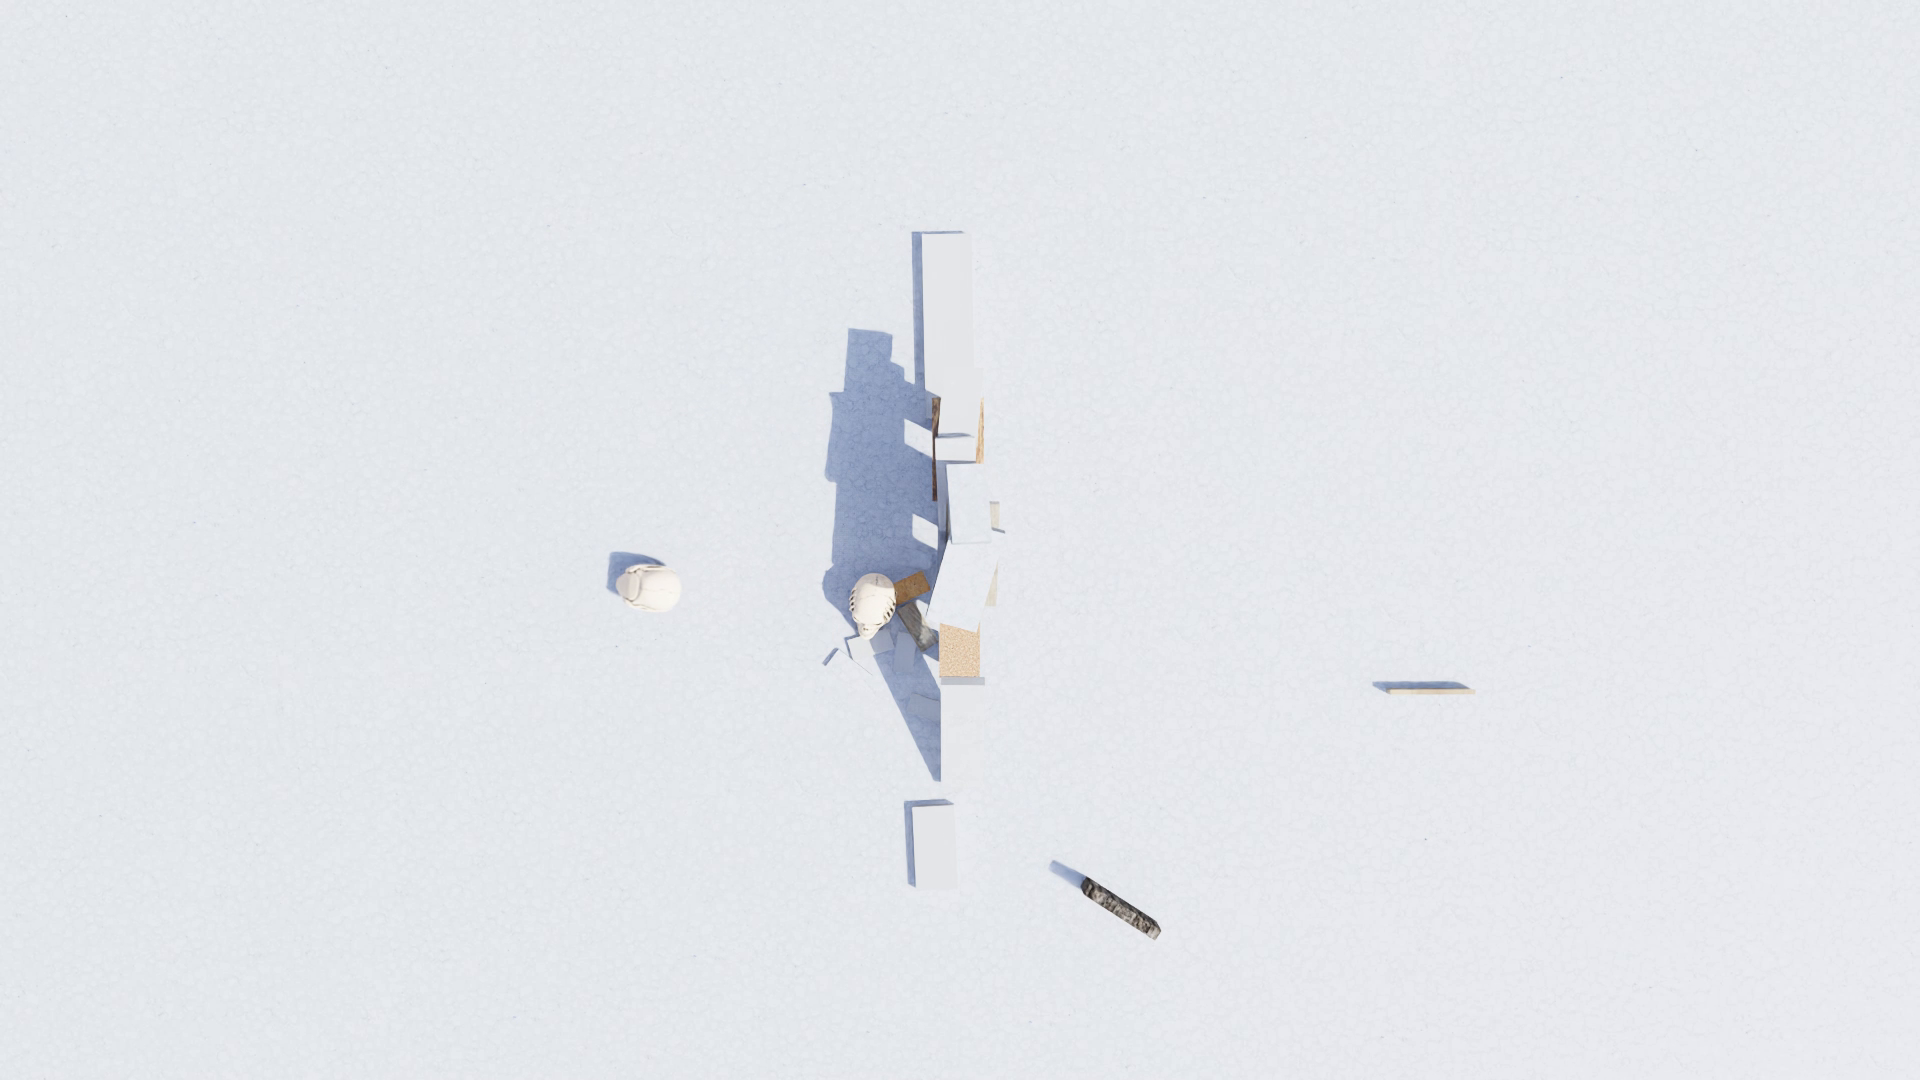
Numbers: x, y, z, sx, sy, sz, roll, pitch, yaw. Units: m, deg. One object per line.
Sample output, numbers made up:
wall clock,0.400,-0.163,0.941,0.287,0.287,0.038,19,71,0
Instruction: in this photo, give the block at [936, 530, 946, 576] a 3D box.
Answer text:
block,-0.001,0.035,5.198,0.141,0.040,0.282,1,90,0

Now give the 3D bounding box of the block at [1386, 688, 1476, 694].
block,1.561,0.502,5.471,0.279,0.059,0.017,0,90,0

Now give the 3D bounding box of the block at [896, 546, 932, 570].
block,-0.153,0.060,5.492,0.117,0.017,0.059,10,90,0

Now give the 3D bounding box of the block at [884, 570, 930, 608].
block,-0.176,0.164,5.490,0.142,0.020,0.071,-25,90,0

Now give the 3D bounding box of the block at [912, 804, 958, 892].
block,-0.082,1.021,5.480,0.139,0.039,0.277,-3,90,0

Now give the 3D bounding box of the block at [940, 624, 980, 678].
block,-0.001,0.307,5.225,0.128,0.036,0.257,1,90,0

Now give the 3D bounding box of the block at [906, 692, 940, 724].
block,-0.107,0.560,5.491,0.132,0.019,0.066,19,90,0

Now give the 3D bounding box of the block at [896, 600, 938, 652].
block,-0.141,0.287,5.477,0.066,0.019,0.161,-32,90,-25

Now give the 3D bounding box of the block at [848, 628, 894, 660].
block,-0.296,0.347,5.490,0.142,0.020,0.071,-17,90,0

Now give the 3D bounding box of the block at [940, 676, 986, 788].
block,0.008,0.625,5.337,0.139,0.039,0.468,0,129,0

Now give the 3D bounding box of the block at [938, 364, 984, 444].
block,0.001,-0.415,5.116,0.122,0.035,0.245,5,90,0

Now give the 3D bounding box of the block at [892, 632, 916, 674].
block,-0.183,0.376,5.491,0.066,0.019,0.132,9,90,0

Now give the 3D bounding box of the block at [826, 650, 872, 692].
block,-0.368,0.435,5.490,0.142,0.020,0.071,38,90,0

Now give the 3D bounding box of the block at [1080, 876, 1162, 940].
block,0.529,1.212,5.431,0.277,0.139,0.039,33,90,0

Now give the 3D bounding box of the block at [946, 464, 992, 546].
block,0.026,-0.109,5.019,0.122,0.035,0.245,-2,76,-9

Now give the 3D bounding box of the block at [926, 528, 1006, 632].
block,0.016,0.107,5.086,0.163,0.046,0.327,15,104,-4

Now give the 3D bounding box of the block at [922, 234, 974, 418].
block,-0.038,-0.709,5.477,0.163,0.046,0.606,-1,90,0

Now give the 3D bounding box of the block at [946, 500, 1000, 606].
block,0.036,0.042,5.116,0.163,0.046,0.327,1,105,-1

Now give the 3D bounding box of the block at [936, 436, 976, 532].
block,-0.010,-0.174,5.101,0.122,0.035,0.290,-2,105,0

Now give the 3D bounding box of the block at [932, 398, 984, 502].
block,-0.006,-0.283,5.156,0.161,0.046,0.321,0,90,0
